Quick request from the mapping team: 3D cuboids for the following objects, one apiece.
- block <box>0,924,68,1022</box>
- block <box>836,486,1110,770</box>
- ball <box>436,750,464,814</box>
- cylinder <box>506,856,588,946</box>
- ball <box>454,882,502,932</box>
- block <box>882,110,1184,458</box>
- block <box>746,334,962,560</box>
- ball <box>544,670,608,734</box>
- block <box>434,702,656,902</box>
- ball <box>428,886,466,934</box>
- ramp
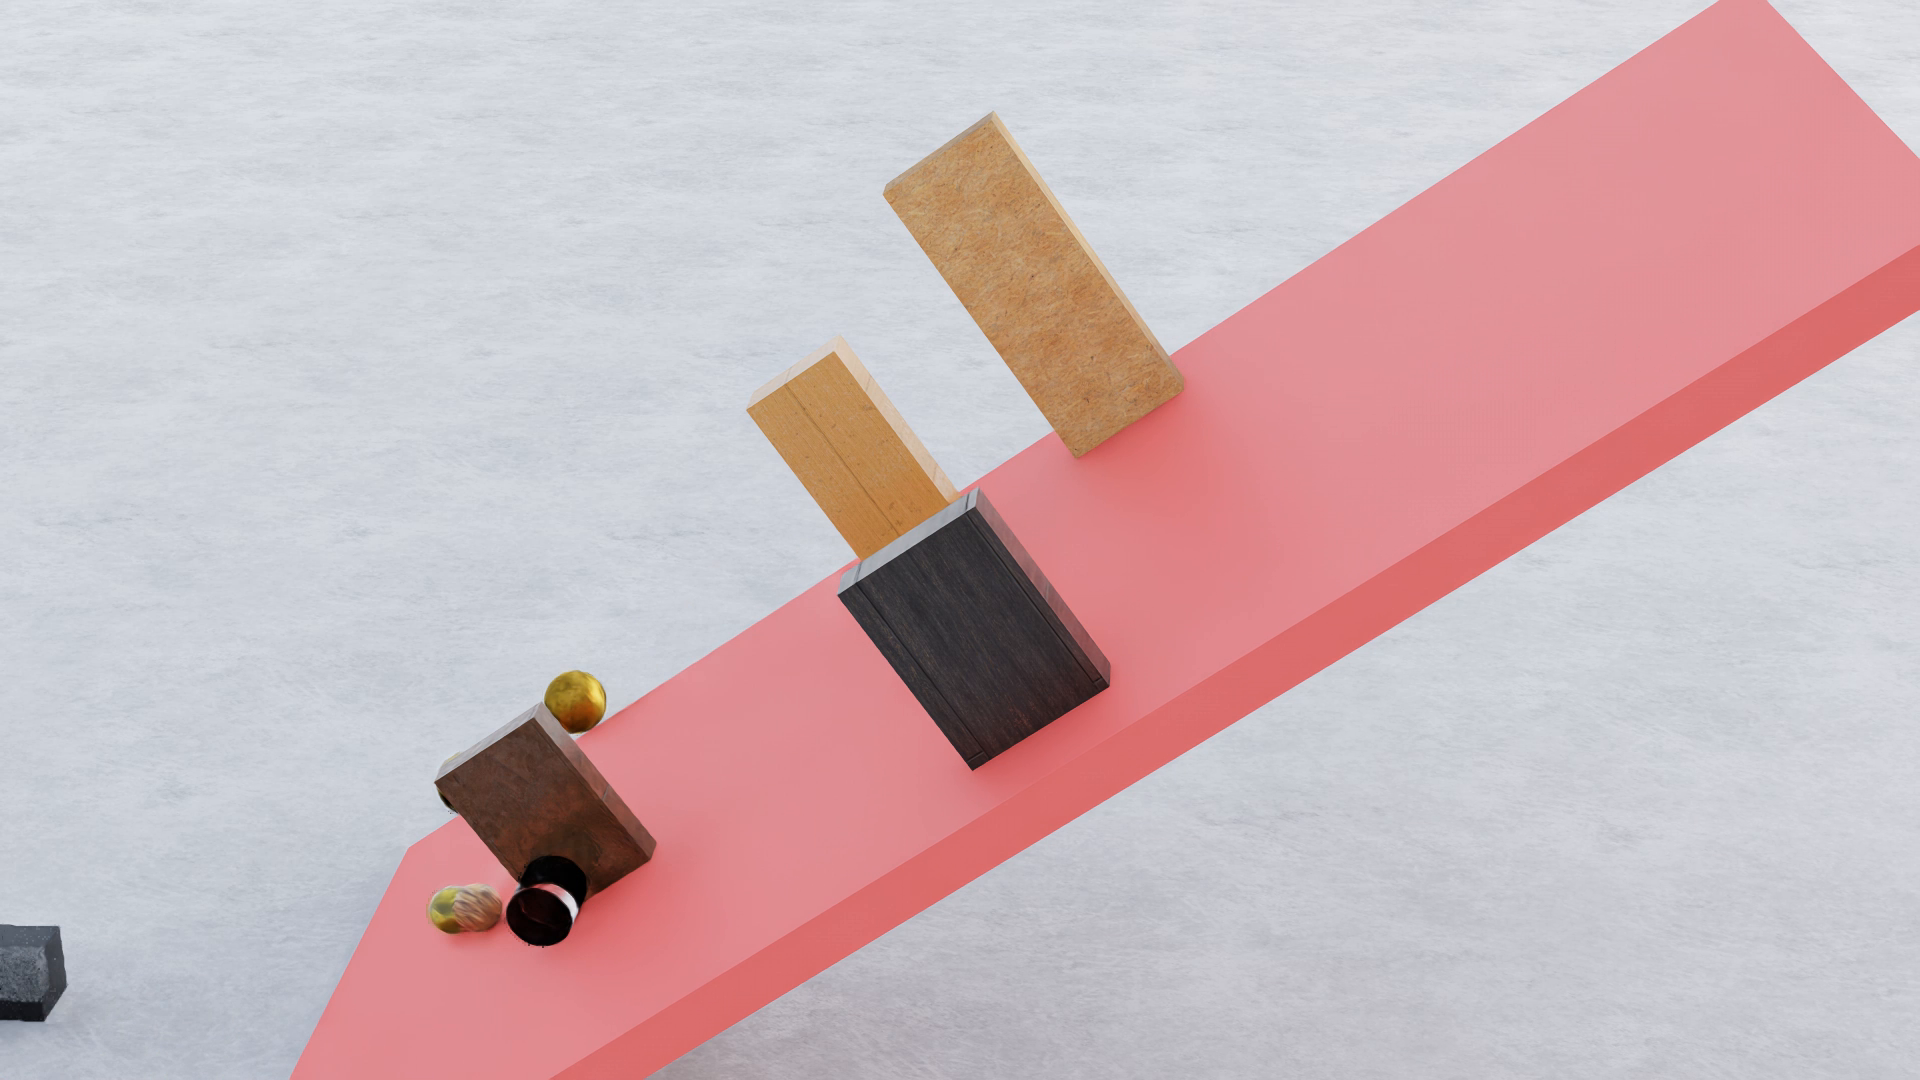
[{"bbox_3d":[-2.286,1.050,7.136,0.168,0.168,0.168,1,22,3],"label":"block"},{"bbox_3d":[0.029,0.169,5.539,0.316,0.436,0.105,-33,16,15],"label":"block"},{"bbox_3d":[-1.349,0.668,8.089,0.179,0.179,0.179,0,22,0],"label":"ball"},{"bbox_3d":[-0.889,0.777,6.336,0.143,0.143,0.143,2,24,6],"label":"cylinder"},{"bbox_3d":[-1.095,0.835,6.682,0.111,0.111,0.111,0,22,0],"label":"ball"},{"bbox_3d":[0.174,-0.582,6.782,0.304,0.772,0.094,-33,16,15],"label":"block"},{"bbox_3d":[-0.183,-0.126,6.505,0.240,0.627,0.123,-33,16,15],"label":"block"},{"bbox_3d":[-0.996,0.420,7.616,0.163,0.163,0.163,0,22,0],"label":"ball"},{"bbox_3d":[-0.899,0.593,6.391,0.279,0.410,0.082,-33,16,15],"label":"block"},{"bbox_3d":[-1.170,0.854,6.791,0.111,0.111,0.111,0,22,0],"label":"ball"},{"bbox_3d":[0.135,0.175,6.308,4.000,0.100,2.000,-33,16,15],"label":"ramp"}]
